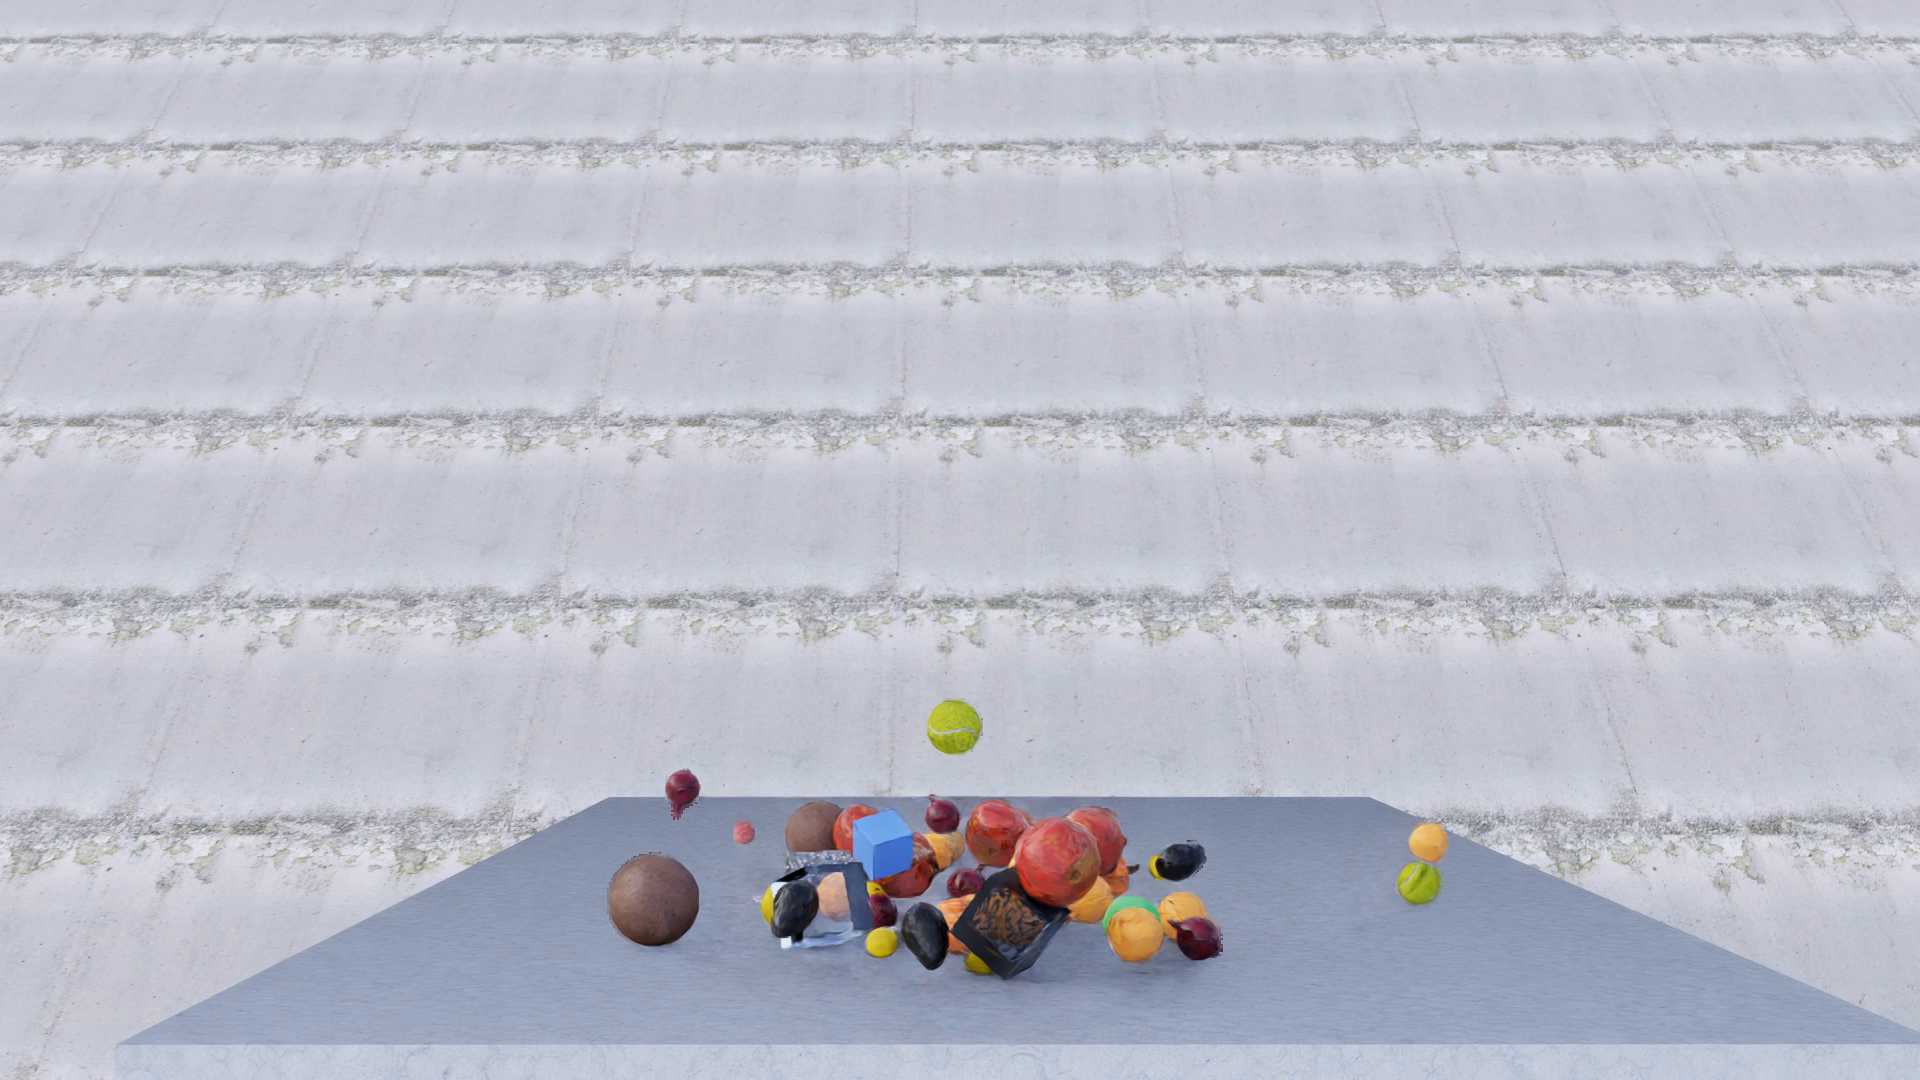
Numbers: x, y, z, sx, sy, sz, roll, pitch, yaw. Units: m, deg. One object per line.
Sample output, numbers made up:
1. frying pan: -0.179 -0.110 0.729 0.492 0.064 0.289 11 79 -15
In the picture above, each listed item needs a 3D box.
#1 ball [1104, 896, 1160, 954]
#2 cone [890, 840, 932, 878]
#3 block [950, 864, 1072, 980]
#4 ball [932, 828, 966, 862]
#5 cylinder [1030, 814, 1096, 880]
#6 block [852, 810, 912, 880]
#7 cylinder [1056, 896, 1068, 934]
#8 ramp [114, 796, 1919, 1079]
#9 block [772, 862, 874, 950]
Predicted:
1. ball: 0.233 0.522 3.524 0.078 0.078 0.078 0 35 0
2. cone: -0.092 0.461 3.937 0.074 0.074 0.074 -26 78 -32
3. block: 0.067 0.495 3.368 0.096 0.096 0.096 40 16 17
4. ball: -0.022 0.586 4.994 0.066 0.066 0.066 0 35 0
5. cylinder: 0.165 0.488 4.133 0.075 0.075 0.075 -42 32 18
6. block: -0.115 0.454 3.868 0.066 0.066 0.066 -14 35 -25
7. cylinder: 0.126 0.547 3.768 0.050 0.050 0.050 -16 -5 -2
8. ramp: 0.077 0.663 4.832 2.000 0.100 4.000 0 -2 0
9. block: -0.194 0.515 3.654 0.096 0.096 0.096 1 69 -36
